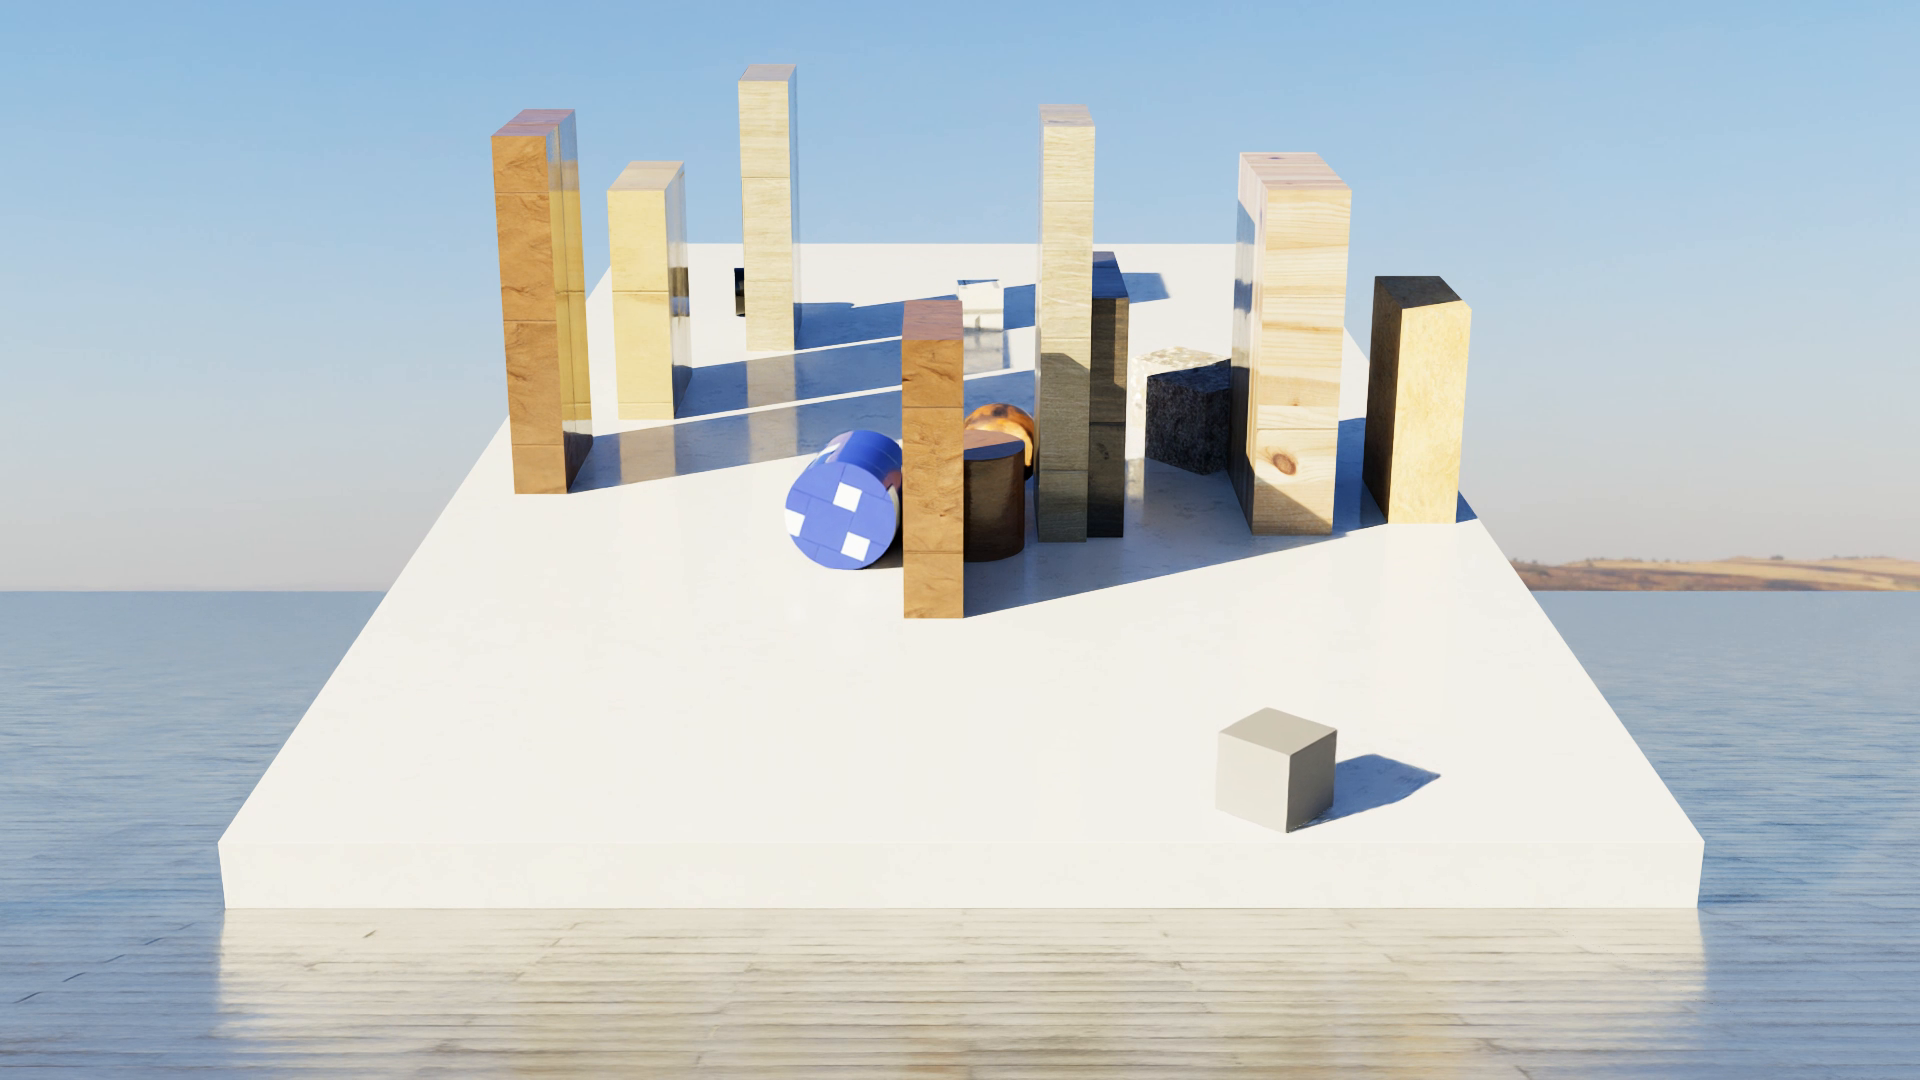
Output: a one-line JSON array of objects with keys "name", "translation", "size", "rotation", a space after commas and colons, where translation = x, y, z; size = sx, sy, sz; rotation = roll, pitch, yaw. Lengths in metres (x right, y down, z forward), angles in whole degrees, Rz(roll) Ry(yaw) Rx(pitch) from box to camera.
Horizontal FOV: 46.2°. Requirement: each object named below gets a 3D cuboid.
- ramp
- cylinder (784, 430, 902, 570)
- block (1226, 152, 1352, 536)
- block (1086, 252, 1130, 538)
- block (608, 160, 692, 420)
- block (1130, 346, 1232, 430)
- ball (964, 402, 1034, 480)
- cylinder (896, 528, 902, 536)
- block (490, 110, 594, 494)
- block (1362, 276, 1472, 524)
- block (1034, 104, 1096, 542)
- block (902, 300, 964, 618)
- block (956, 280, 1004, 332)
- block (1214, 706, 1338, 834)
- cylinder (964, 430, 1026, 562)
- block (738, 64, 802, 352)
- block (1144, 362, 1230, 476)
[{"name": "ramp", "translation": [-0.004, -0.197, 4.936], "size": [2.000, 0.100, 4.000], "rotation": [0, 19, 0]}, {"name": "cylinder", "translation": [-0.196, -0.075, 4.113], "size": [0.204, 0.204, 0.204], "rotation": [0, 19, 11]}, {"name": "block", "translation": [0.624, -0.385, 4.328], "size": [0.149, 0.652, 0.419], "rotation": [0, 19, 0]}, {"name": "block", "translation": [0.255, -0.289, 4.349], "size": [0.101, 0.457, 0.421], "rotation": [0, 19, 0]}, {"name": "block", "translation": [-0.695, -0.569, 5.078], "size": [0.122, 0.508, 0.385], "rotation": [0, 19, 0]}, {"name": "block", "translation": [0.481, -0.322, 4.911], "size": [0.154, 0.154, 0.154], "rotation": [18, 26, 41]}, {"name": "ball", "translation": [0.078, -0.186, 4.483], "size": [0.174, 0.174, 0.174], "rotation": [0, -1, 0]}, {"name": "cylinder", "translation": [-0.130, -0.091, 4.274], "size": [0.129, 0.129, 0.129], "rotation": [0, 19, 0]}, {"name": "block", "translation": [-0.832, -0.483, 4.519], "size": [0.103, 0.708, 0.353], "rotation": [0, 19, 0]}, {"name": "block", "translation": [0.882, -0.276, 4.373], "size": [0.128, 0.418, 0.290], "rotation": [0, 19, 0]}, {"name": "block", "translation": [0.191, -0.405, 4.203], "size": [0.090, 0.771, 0.277], "rotation": [0, 19, 0]}, {"name": "block", "translation": [-0.046, -0.143, 3.878], "size": [0.101, 0.486, 0.287], "rotation": [0, 19, 0]}, {"name": "block", "translation": [0.050, -0.605, 5.796], "size": [0.110, 0.110, 0.110], "rotation": [-2, 19, -5]}, {"name": "block", "translation": [0.437, 0.317, 3.111], "size": [0.117, 0.117, 0.117], "rotation": [16, 25, 39]}, {"name": "cylinder", "translation": [0.023, -0.083, 4.152], "size": [0.195, 0.195, 0.195], "rotation": [0, 19, 0]}, {"name": "block", "translation": [-0.469, -0.832, 5.612], "size": [0.117, 0.659, 0.330], "rotation": [0, 19, 0]}, {"name": "block", "translation": [0.509, -0.253, 4.679], "size": [0.174, 0.174, 0.174], "rotation": [-15, 24, -37]}]
